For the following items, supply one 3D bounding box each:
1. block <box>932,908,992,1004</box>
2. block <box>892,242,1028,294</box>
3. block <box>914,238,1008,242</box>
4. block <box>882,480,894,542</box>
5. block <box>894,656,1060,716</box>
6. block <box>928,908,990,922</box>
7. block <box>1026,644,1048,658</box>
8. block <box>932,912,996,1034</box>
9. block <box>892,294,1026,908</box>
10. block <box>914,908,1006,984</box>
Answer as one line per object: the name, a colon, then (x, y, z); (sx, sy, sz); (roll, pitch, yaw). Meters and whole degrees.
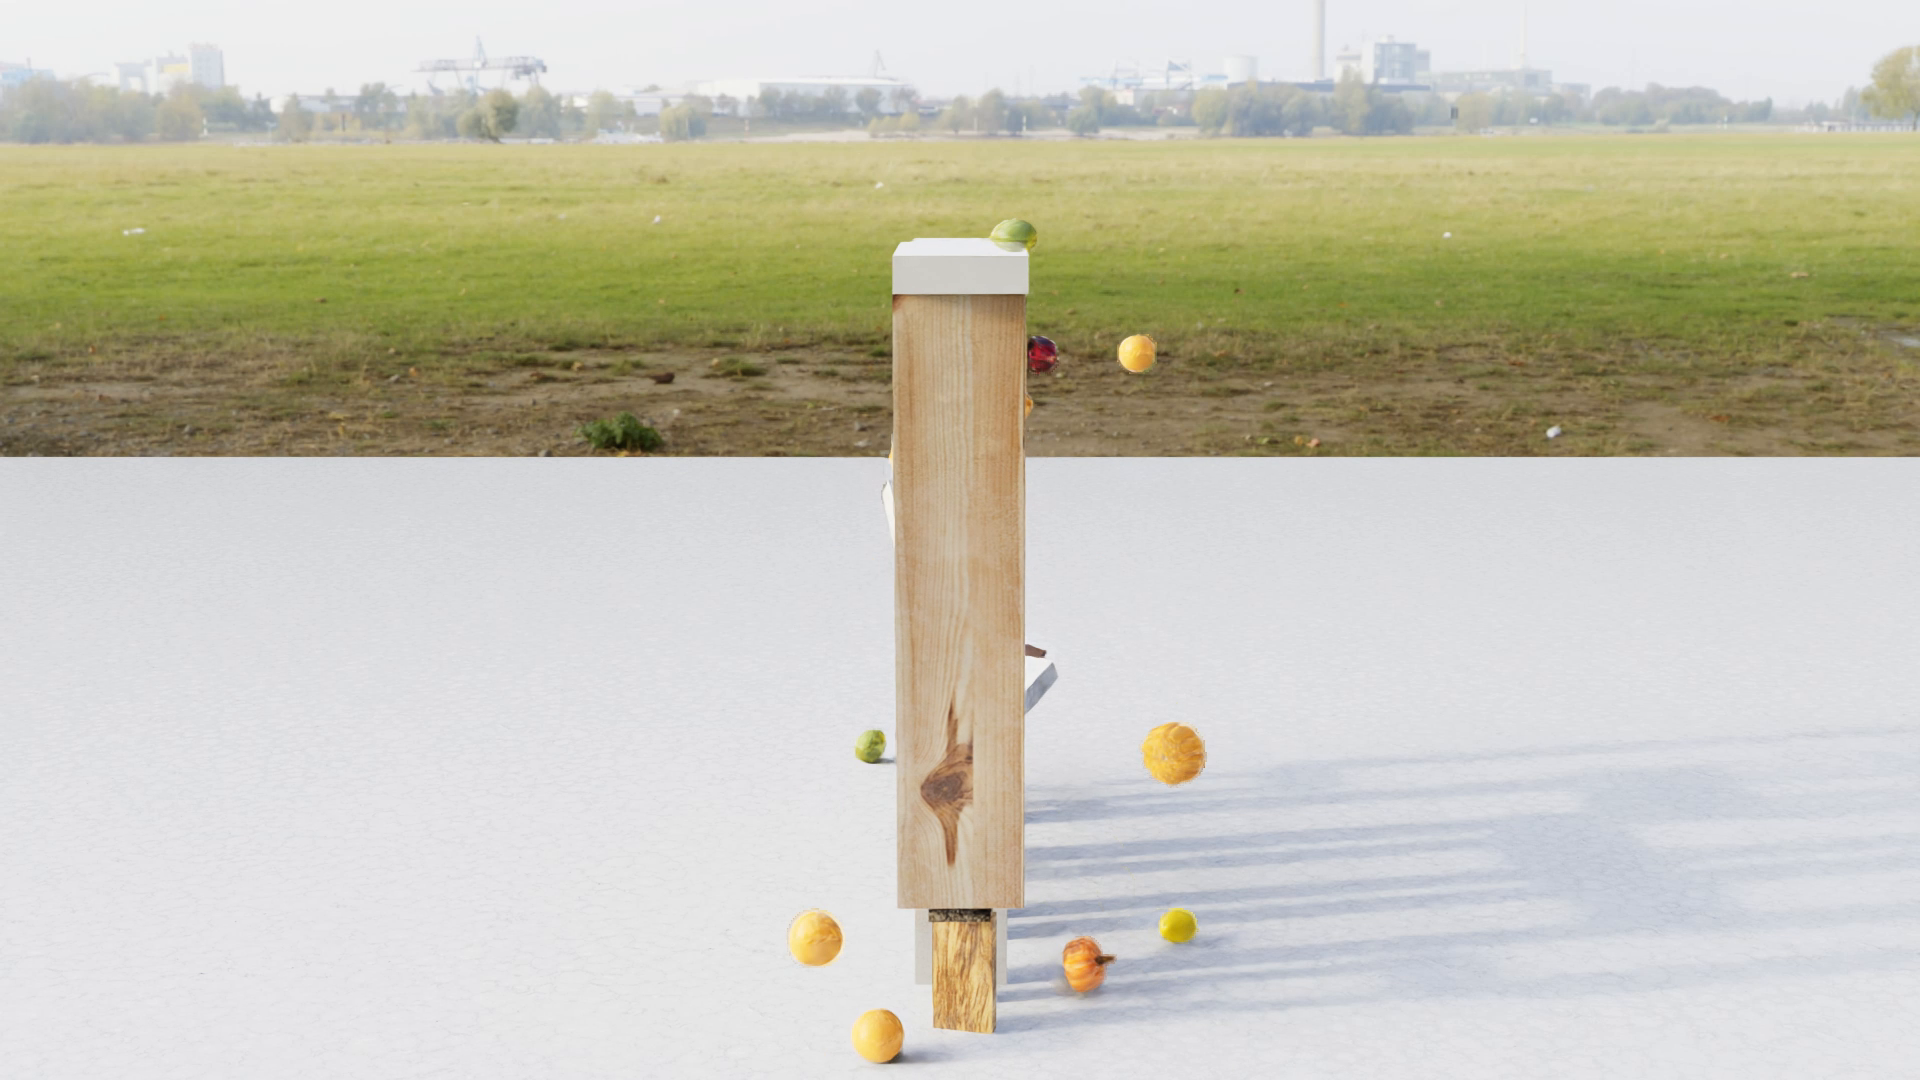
block: (0.003, 0.589, 3.203); (0.086, 0.173, 0.024); (0, 11, 0)
block: (0.001, -0.374, 3.008); (0.175, 0.050, 0.350); (0, 11, 0)
block: (0.002, -0.472, 3.667); (0.162, 0.046, 0.323); (0, 11, 0)
block: (-0.035, 0.123, 4.507); (0.146, 0.041, 0.601); (7, 47, -24)
block: (0.031, 0.273, 4.210); (0.292, 0.041, 0.146); (7, 40, 41)
block: (-0.002, 0.501, 3.131); (0.086, 0.024, 0.173); (0, 11, -1)
block: (0.058, 0.300, 4.302); (0.146, 0.041, 0.292); (19, 41, 7)
block: (0.007, 0.607, 3.104); (0.086, 0.173, 0.024); (3, 11, 15)
block: (0.000, 0.088, 2.975); (0.175, 0.846, 0.050); (0, 11, 0)
block: (0.001, 0.525, 3.272); (0.137, 0.274, 0.039); (0, 11, 0)
